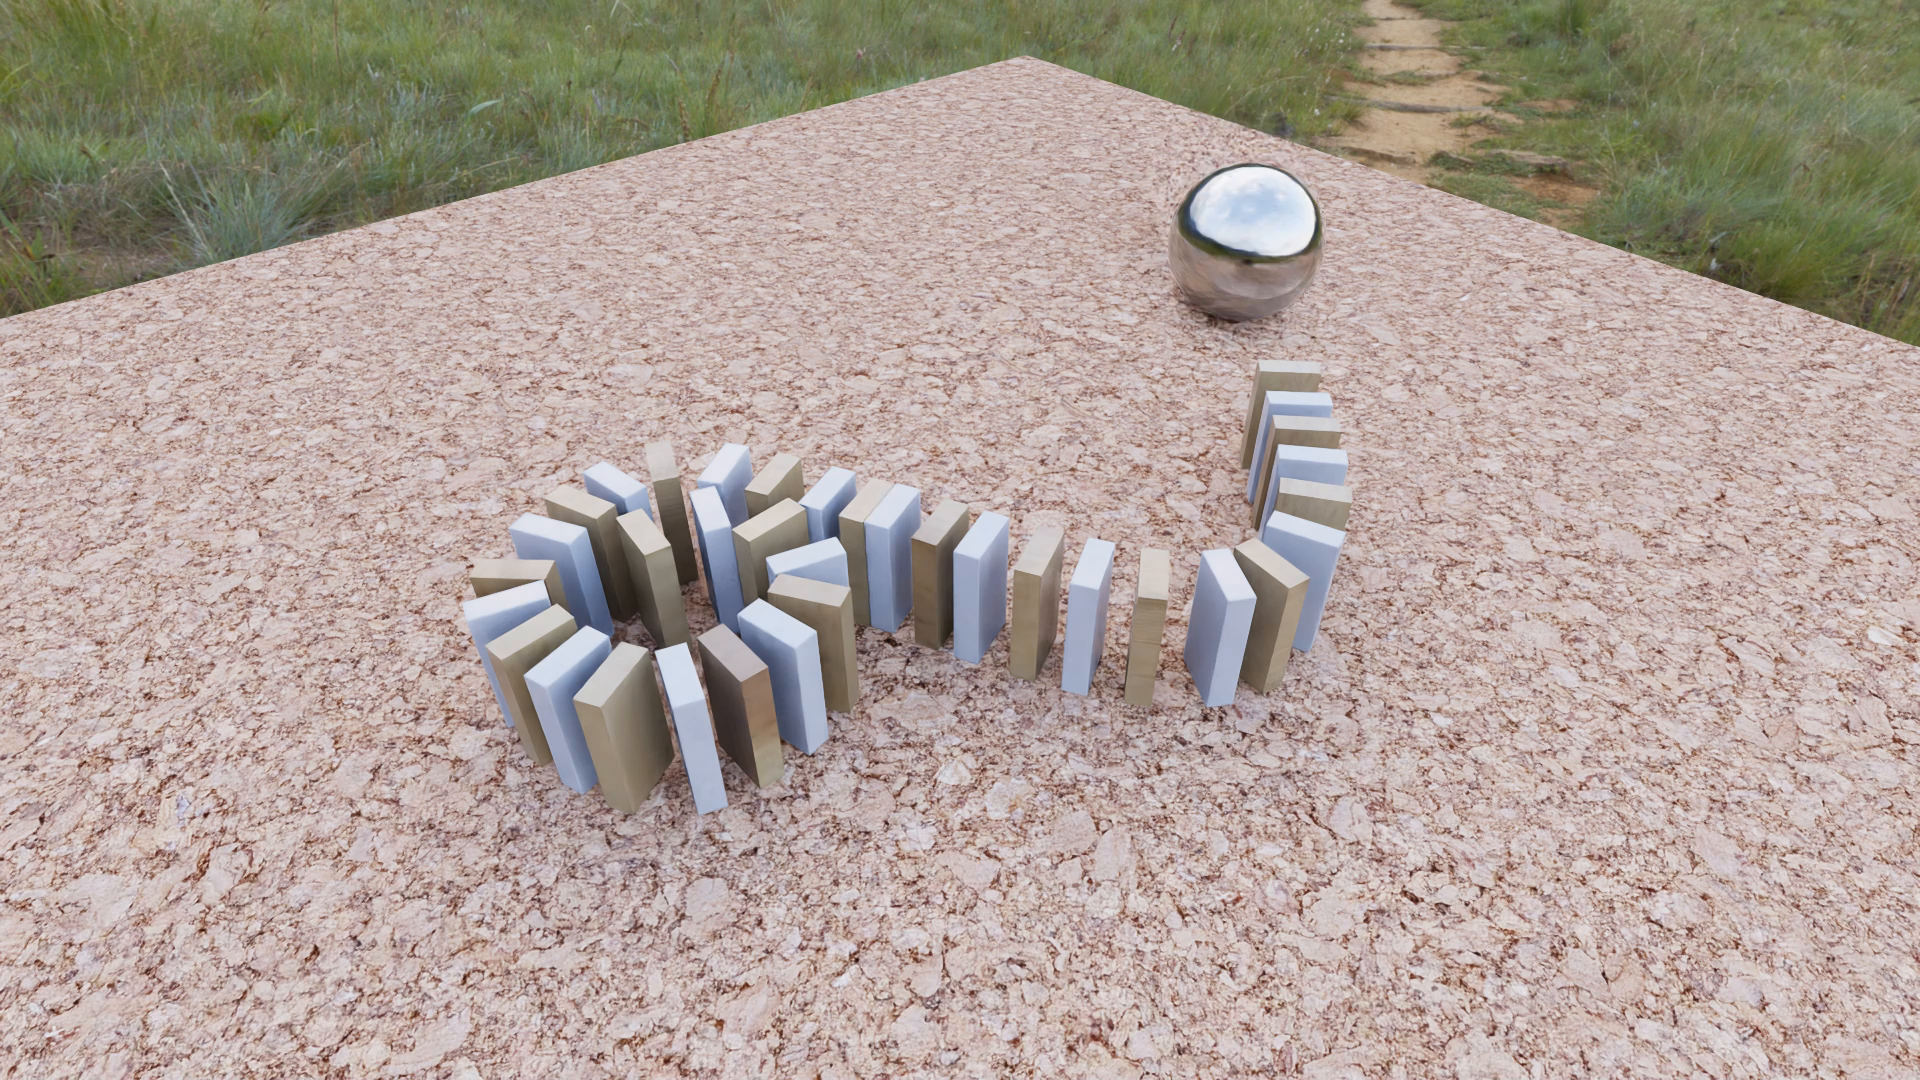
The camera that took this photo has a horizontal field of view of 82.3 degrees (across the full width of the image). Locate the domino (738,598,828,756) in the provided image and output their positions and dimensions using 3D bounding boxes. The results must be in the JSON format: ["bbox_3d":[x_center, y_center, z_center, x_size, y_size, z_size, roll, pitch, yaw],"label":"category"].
[{"bbox_3d":[-0.057,0.045,0.357,0.025,0.050,0.009,26,46,28],"label":"domino"}]

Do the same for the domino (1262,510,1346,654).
[{"bbox_3d":[0.119,0.015,0.393,0.025,0.050,0.010,20,43,23],"label":"domino"}]

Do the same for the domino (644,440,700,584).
[{"bbox_3d":[-0.111,-0.010,0.424,0.009,0.050,0.025,-12,41,-15],"label":"domino"}]

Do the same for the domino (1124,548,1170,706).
[{"bbox_3d":[0.063,0.030,0.375,0.009,0.050,0.025,6,40,8],"label":"domino"}]

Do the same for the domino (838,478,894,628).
[{"bbox_3d":[-0.033,0.005,0.405,0.010,0.050,0.025,16,42,19],"label":"domino"}]

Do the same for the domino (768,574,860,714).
[{"bbox_3d":[-0.048,0.035,0.368,0.025,0.050,0.010,11,41,13],"label":"domino"}]

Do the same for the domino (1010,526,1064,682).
[{"bbox_3d":[0.027,0.023,0.384,0.009,0.050,0.025,14,41,17],"label":"domino"}]

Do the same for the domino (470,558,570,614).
[{"bbox_3d":[-0.147,0.029,0.376,0.025,0.050,0.009,1,39,2],"label":"domino"}]

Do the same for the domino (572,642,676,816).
[{"bbox_3d":[-0.103,0.059,0.340,0.009,0.050,0.025,13,41,15],"label":"domino"}]

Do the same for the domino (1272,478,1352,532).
[{"bbox_3d":[0.127,0.001,0.410,0.025,0.050,0.010,9,40,11],"label":"domino"}]

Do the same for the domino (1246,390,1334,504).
[{"bbox_3d":[0.136,-0.038,0.457,0.025,0.050,0.010,3,39,3],"label":"domino"}]

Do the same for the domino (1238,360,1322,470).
[{"bbox_3d":[0.138,-0.053,0.477,0.025,0.050,0.009,3,39,4],"label":"domino"}]

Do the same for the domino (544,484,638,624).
[{"bbox_3d":[-0.135,0.006,0.405,0.025,0.050,0.010,19,43,22],"label":"domino"}]

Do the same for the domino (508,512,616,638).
[{"bbox_3d":[-0.142,0.015,0.393,0.025,0.050,0.010,13,41,16],"label":"domino"}]

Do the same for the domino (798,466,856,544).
[{"bbox_3d":[-0.048,0.000,0.411,0.009,0.050,0.025,16,42,19],"label":"domino"}]

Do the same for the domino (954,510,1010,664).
[{"bbox_3d":[0.007,0.017,0.390,0.009,0.050,0.025,17,42,20],"label":"domino"}]

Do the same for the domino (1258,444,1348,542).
[{"bbox_3d":[0.132,-0.013,0.427,0.025,0.050,0.010,6,40,7],"label":"domino"}]

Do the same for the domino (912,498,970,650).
[{"bbox_3d":[-0.007,0.013,0.396,0.009,0.050,0.025,18,43,21],"label":"domino"}]

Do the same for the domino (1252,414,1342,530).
[{"bbox_3d":[0.135,-0.026,0.443,0.025,0.050,0.010,4,39,4],"label":"domino"}]

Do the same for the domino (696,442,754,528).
[{"bbox_3d":[-0.088,-0.009,0.423,0.009,0.050,0.025,10,40,12],"label":"domino"}]

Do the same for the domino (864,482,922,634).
[{"bbox_3d":[-0.024,0.007,0.403,0.010,0.050,0.025,16,42,19],"label":"domino"}]

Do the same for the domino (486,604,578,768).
[{"bbox_3d":[-0.132,0.047,0.354,0.010,0.050,0.025,29,48,31],"label":"domino"}]

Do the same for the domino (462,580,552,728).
[{"bbox_3d":[-0.144,0.038,0.365,0.025,0.050,0.010,-18,43,-20],"label":"domino"}]

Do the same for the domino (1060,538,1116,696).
[{"bbox_3d":[0.044,0.027,0.379,0.009,0.050,0.025,12,41,15],"label":"domino"}]

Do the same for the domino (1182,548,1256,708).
[{"bbox_3d":[0.088,0.030,0.374,0.010,0.050,0.025,-6,40,-8],"label":"domino"}]

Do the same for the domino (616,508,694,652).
[{"bbox_3d":[-0.108,0.016,0.392,0.009,0.050,0.025,-24,45,-27],"label":"domino"}]

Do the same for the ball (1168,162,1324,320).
[{"bbox_3d":[0.150,-0.156,0.578,0.080,0.080,0.080,0,39,0],"label":"ball"}]

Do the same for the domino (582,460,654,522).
[{"bbox_3d":[-0.126,-0.003,0.415,0.025,0.050,0.009,28,47,29],"label":"domino"}]

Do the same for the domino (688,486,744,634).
[{"bbox_3d":[-0.088,0.008,0.401,0.010,0.050,0.025,-15,42,-17],"label":"domino"}]

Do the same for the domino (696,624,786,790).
[{"bbox_3d":[-0.069,0.053,0.347,0.010,0.050,0.025,-29,48,-31],"label":"domino"}]

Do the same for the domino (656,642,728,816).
[{"bbox_3d":[-0.083,0.059,0.340,0.010,0.050,0.025,-15,42,-18],"label":"domino"}]

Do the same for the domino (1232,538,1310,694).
[{"bbox_3d":[0.103,0.027,0.379,0.009,0.050,0.025,-23,44,-25],"label":"domino"}]

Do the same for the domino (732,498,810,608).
[{"bbox_3d":[-0.066,0.012,0.397,0.009,0.050,0.025,31,48,32],"label":"domino"}]

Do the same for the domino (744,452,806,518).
[{"bbox_3d":[-0.068,-0.005,0.418,0.010,0.050,0.025,14,41,17],"label":"domino"}]

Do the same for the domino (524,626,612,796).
[{"bbox_3d":[-0.118,0.054,0.346,0.009,0.050,0.025,21,44,24],"label":"domino"}]

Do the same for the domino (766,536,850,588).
[{"bbox_3d":[-0.051,0.024,0.382,0.025,0.050,0.010,-17,42,-20],"label":"domino"}]
